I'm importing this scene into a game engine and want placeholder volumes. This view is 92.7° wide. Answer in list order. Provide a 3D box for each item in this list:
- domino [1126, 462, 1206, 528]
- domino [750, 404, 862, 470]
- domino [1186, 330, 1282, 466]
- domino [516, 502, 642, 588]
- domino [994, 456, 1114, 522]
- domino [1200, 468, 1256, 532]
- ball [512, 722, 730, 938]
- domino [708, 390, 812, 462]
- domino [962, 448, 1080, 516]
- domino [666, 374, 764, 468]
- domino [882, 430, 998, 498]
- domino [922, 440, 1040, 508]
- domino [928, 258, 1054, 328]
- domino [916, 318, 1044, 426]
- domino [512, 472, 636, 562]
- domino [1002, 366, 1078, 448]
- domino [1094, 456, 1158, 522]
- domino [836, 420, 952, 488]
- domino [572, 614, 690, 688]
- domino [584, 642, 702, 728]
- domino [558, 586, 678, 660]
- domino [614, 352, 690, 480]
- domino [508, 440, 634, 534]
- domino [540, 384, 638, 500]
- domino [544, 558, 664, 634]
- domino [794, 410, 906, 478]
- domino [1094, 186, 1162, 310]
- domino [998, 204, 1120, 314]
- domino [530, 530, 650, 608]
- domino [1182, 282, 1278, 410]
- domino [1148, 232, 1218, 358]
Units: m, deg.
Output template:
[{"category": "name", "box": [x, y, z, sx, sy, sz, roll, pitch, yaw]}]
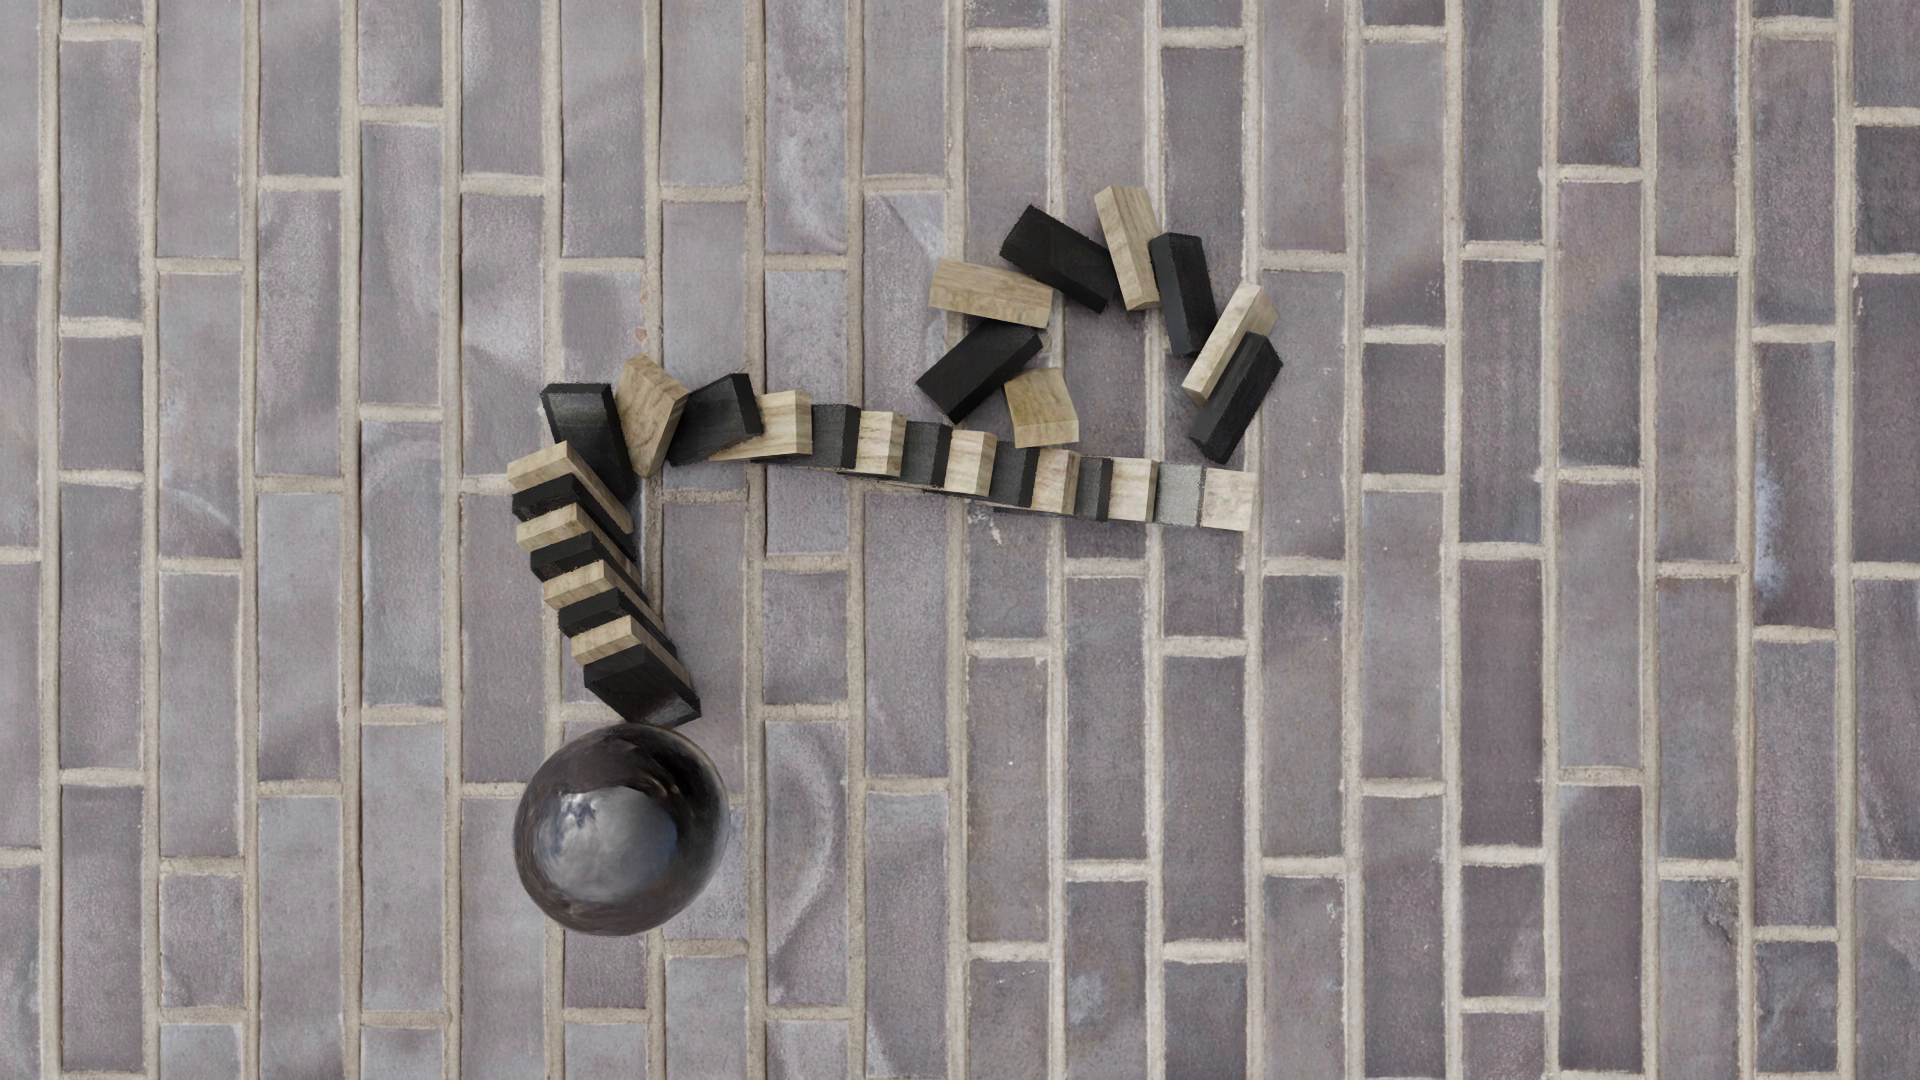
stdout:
[{"category": "domino", "box": [0.076, -0.020, 0.385, 0.050, 0.010, 0.025, 6, 90, 27]}, {"category": "domino", "box": [-0.065, -0.043, 0.383, 0.050, 0.010, 0.025, 6, 90, 32]}, {"category": "domino", "box": [0.117, -0.059, 0.387, 0.009, 0.025, 0.050, 30, 90, 39]}, {"category": "domino", "box": [-0.156, 0.007, 0.377, 0.025, 0.050, 0.009, -21, 52, 0]}, {"category": "domino", "box": [0.038, -0.022, 0.381, 0.050, 0.009, 0.025, 6, 90, 37]}, {"category": "domino", "box": [0.100, -0.019, 0.395, 0.050, 0.010, 0.025, 7, 90, 0]}, {"category": "ball", "box": [-0.131, 0.112, 0.360, 0.080, 0.080, 0.080, 0, 90, 0]}, {"category": "domino", "box": [-0.084, -0.047, 0.383, 0.050, 0.009, 0.025, -1, 90, 32]}, {"category": "domino", "box": [0.024, -0.025, 0.380, 0.050, 0.009, 0.025, 8, 91, 37]}, {"category": "domino", "box": [-0.105, -0.049, 0.382, 0.050, 0.009, 0.025, -15, 90, 35]}, {"category": "domino", "box": [-0.009, -0.033, 0.381, 0.050, 0.010, 0.025, 9, 90, 37]}, {"category": "domino", "box": [0.008, -0.029, 0.381, 0.050, 0.010, 0.025, 11, 93, 37]}, {"category": "domino", "box": [0.014, -0.105, 0.388, 0.050, 0.025, 0.009, 11, 134, 0]}, {"category": "domino", "box": [0.008, -0.074, 0.389, 0.050, 0.009, 0.025, -42, 56, 0]}, {"category": "domino", "box": [-0.158, -0.004, 0.378, 0.025, 0.050, 0.009, -21, 52, 0]}, {"category": "domino", "box": [0.032, -0.055, 0.377, 0.025, 0.050, 0.010, -6, 125, 0]}, {"category": "domino", "box": [0.056, -0.022, 0.384, 0.050, 0.010, 0.025, 6, 90, 30]}, {"category": "domino", "box": [-0.028, -0.037, 0.382, 0.050, 0.010, 0.025, 9, 90, 34]}, {"category": "domino", "box": [-0.134, 0.052, 0.377, 0.025, 0.050, 0.010, -21, 52, 0]}, {"category": "domino", "box": [-0.130, 0.063, 0.377, 0.025, 0.050, 0.009, -21, 52, 0]}, {"category": "domino", "box": [-0.140, 0.041, 0.377, 0.025, 0.050, 0.010, -21, 52, 0]}, {"category": "domino", "box": [-0.131, -0.050, 0.380, 0.025, 0.010, 0.050, 39, 133, 0]}, {"category": "domino", "box": [-0.159, -0.017, 0.377, 0.025, 0.050, 0.010, -21, 52, 1]}, {"category": "domino", "box": [-0.154, -0.040, 0.381, 0.025, 0.010, 0.050, 1, 125, 3]}, {"category": "domino", "box": [-0.145, 0.030, 0.377, 0.025, 0.050, 0.009, -21, 52, 0]}, {"category": "domino", "box": [-0.046, -0.041, 0.383, 0.050, 0.010, 0.025, 7, 90, 33]}, {"category": "domino", "box": [0.075, -0.124, 0.388, 0.025, 0.010, 0.050, -17, 90, -40]}, {"category": "domino", "box": [0.045, -0.120, 0.390, 0.050, 0.010, 0.025, 30, 63, 0]}, {"category": "domino", "box": [-0.151, 0.019, 0.377, 0.025, 0.050, 0.010, -19, 52, -2]}, {"category": "domino", "box": [0.114, -0.080, 0.387, 0.010, 0.025, 0.050, 30, 90, 39]}, {"category": "domino", "box": [0.096, -0.103, 0.388, 0.025, 0.009, 0.050, -12, 90, -43]}]
